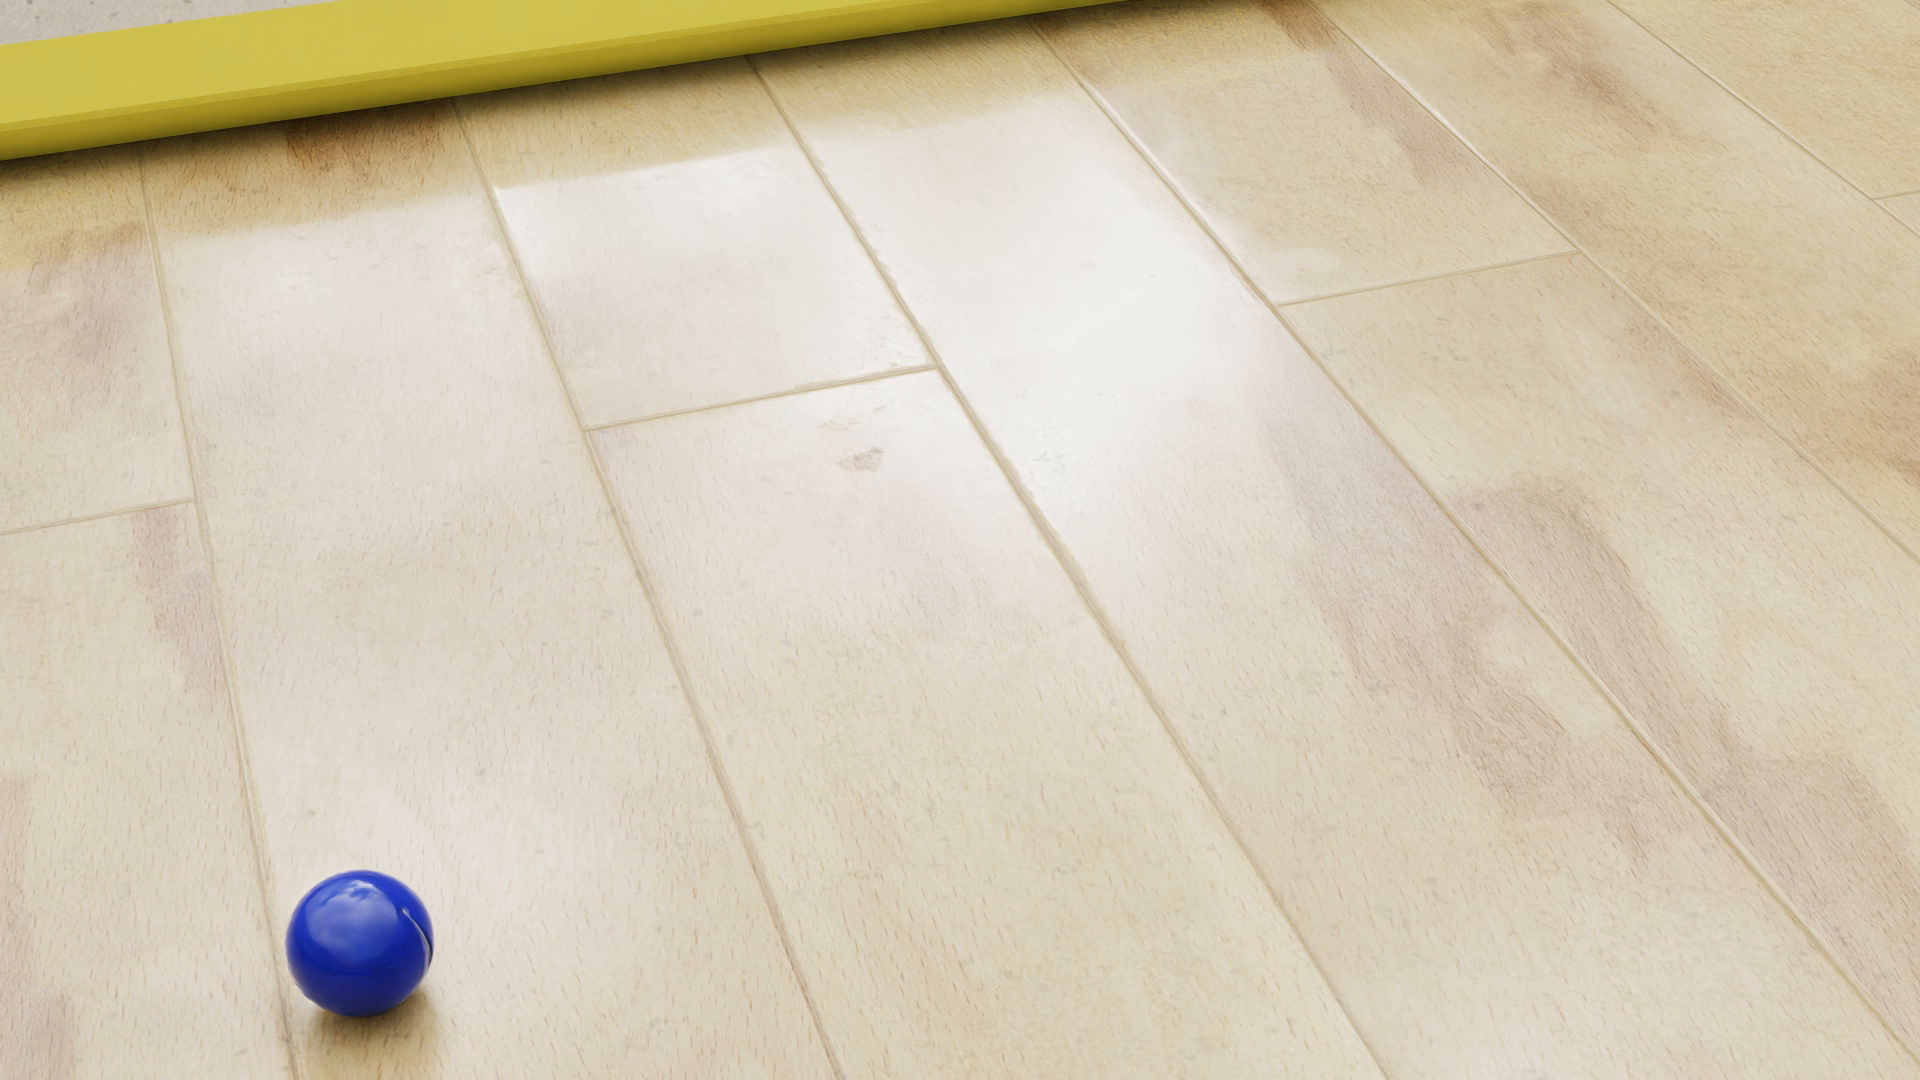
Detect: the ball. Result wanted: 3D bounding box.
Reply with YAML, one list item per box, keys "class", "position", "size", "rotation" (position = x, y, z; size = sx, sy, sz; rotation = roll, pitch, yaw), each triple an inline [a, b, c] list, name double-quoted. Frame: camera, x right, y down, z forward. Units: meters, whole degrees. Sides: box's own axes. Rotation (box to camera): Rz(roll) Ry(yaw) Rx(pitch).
- class: "ball"
  position: [-0.296, 0.198, 1.265]
  size: [0.072, 0.072, 0.072]
  rotation: [0, 36, 0]

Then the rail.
- class: "rail"
  position: [0.415, -0.555, 2.292]
  size: [2.754, 0.094, 0.045]
  rotation: [-11, 37, -15]
